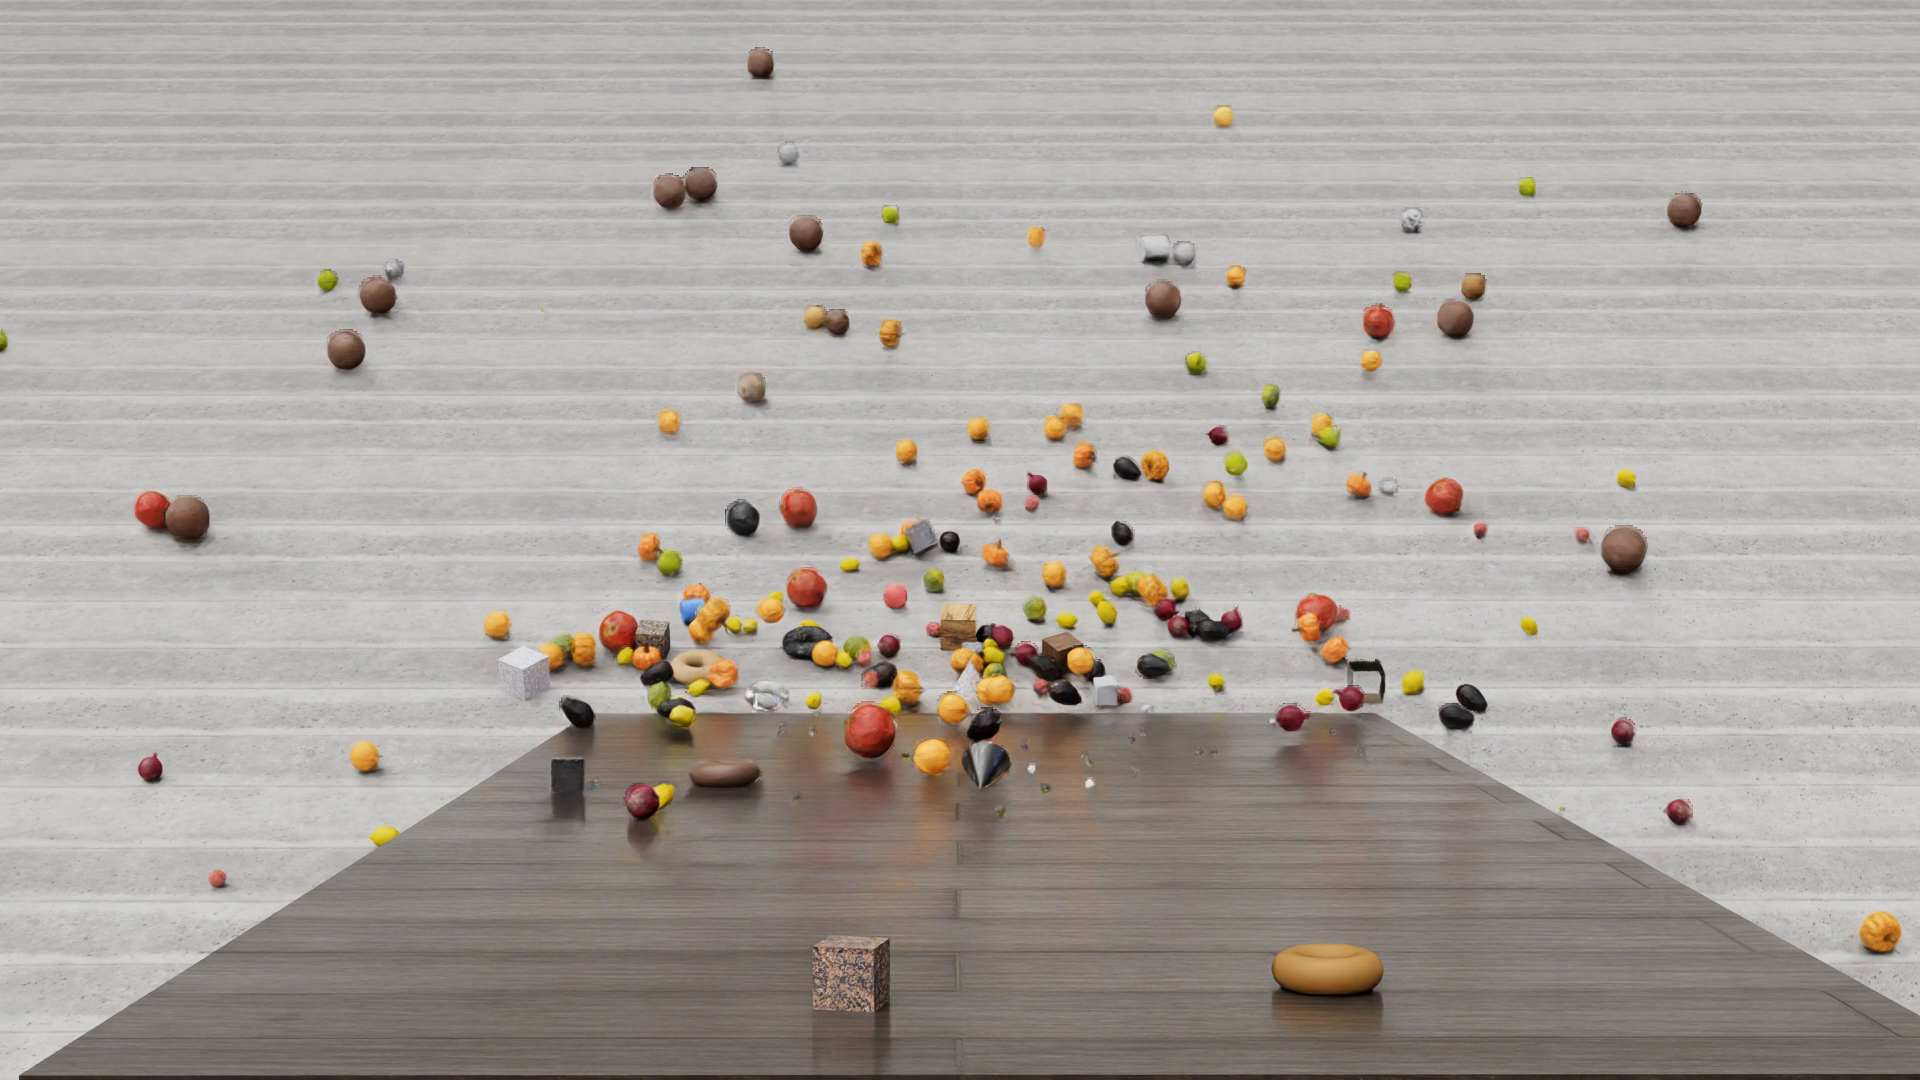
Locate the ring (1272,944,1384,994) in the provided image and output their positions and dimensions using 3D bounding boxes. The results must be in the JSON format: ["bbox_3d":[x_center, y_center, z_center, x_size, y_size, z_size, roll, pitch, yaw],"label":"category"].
[{"bbox_3d":[0.429,0.502,3.014,0.130,0.043,0.130,-1,2,0],"label":"ring"}]

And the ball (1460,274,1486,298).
[{"bbox_3d":[1.883,-0.929,9.462,0.090,0.090,0.090,0,26,0],"label":"ball"}]

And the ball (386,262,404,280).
[{"bbox_3d":[-2.115,-1.008,9.648,0.067,0.067,0.067,0,26,0],"label":"ball"}]

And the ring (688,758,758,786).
[{"bbox_3d":[-0.461,0.454,5.037,0.137,0.046,0.137,-1,2,0],"label":"ring"}]

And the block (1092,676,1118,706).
[{"bbox_3d":[0.382,0.398,6.794,0.057,0.057,0.057,-4,22,-7],"label":"block"}]

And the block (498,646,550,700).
[{"bbox_3d":[-1.157,0.353,6.849,0.093,0.093,0.093,18,32,33],"label":"block"}]

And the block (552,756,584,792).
[{"bbox_3d":[-0.752,0.449,4.948,0.060,0.060,0.060,0,1,-11],"label":"block"}]

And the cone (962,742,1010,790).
[{"bbox_3d":[0.045,0.456,4.981,0.096,0.096,0.096,3,28,6],"label":"cone"}]

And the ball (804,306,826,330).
[{"bbox_3d":[-0.518,-0.792,9.193,0.081,0.081,0.081,0,26,0],"label":"ball"}]

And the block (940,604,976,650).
[{"bbox_3d":[-0.004,0.239,7.079,0.095,0.095,0.095,1,26,2],"label":"block"}]

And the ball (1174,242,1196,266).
[{"bbox_3d":[0.851,-1.086,9.787,0.085,0.085,0.085,0,26,0],"label":"ball"}]

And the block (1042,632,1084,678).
[{"bbox_3d":[0.276,0.308,6.955,0.080,0.080,0.080,-15,30,-28],"label":"block"}]

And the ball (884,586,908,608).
[{"bbox_3d":[-0.181,0.161,7.270,0.067,0.067,0.067,0,26,0],"label":"ball"}]

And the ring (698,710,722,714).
[{"bbox_3d":[-0.653,0.462,6.696,0.080,0.027,0.080,-6,19,2],"label":"ring"}]

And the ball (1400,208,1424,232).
[{"bbox_3d":[1.774,-1.256,10.129,0.088,0.088,0.088,0,26,0],"label":"ball"}]

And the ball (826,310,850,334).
[{"bbox_3d":[-0.433,-0.770,9.144,0.086,0.086,0.086,0,26,0],"label":"ball"}]

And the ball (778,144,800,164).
[{"bbox_3d":[-0.722,-1.629,10.891,0.085,0.085,0.085,0,26,0],"label":"ball"}]

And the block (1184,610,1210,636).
[{"bbox_3d":[0.656,0.230,7.147,0.051,0.051,0.051,-11,28,-21],"label":"block"}]

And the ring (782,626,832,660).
[{"bbox_3d":[-0.417,0.280,7.052,0.139,0.046,0.139,-1,27,0],"label":"ring"}]

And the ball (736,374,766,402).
[{"bbox_3d":[-0.694,-0.504,8.591,0.096,0.096,0.096,0,26,0],"label":"ball"}]

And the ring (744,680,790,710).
[{"bbox_3d":[-0.508,0.408,6.798,0.118,0.039,0.118,1,26,-1],"label":"ring"}]

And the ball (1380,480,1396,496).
[{"bbox_3d":[1.319,-0.160,7.943,0.050,0.050,0.050,0,26,0],"label":"ball"}]

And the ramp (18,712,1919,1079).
[{"bbox_3d":[0.059,0.537,4.573,2.000,0.100,4.000,0,1,0],"label":"ramp"}]

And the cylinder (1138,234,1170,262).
[{"bbox_3d":[0.735,-1.110,9.820,0.097,0.097,0.097,-6,27,-12],"label":"cylinder"}]

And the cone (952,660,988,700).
[{"bbox_3d":[0.027,0.359,6.835,0.096,0.096,0.096,0,26,0],"label":"cone"}]

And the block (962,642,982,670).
[{"bbox_3d":[0.033,0.313,6.975,0.054,0.054,0.054,2,26,4],"label":"block"}]

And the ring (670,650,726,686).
[{"bbox_3d":[-0.703,0.342,6.921,0.149,0.050,0.149,0,25,0],"label":"ring"}]

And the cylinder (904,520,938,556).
[{"bbox_3d":[-0.115,-0.006,7.563,0.076,0.076,0.076,-25,-9,-4],"label":"cylinder"}]

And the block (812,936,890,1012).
[{"bbox_3d":[-0.122,0.490,2.916,0.071,0.071,0.071,0,1,13],"label":"block"}]

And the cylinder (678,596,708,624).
[{"bbox_3d":[-0.745,0.197,7.201,0.062,0.062,0.062,-32,36,-15],"label":"cylinder"}]

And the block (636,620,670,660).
[{"bbox_3d":[-0.836,0.272,7.030,0.079,0.079,0.079,2,26,4],"label":"block"}]

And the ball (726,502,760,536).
[{"bbox_3d":[-0.646,-0.064,7.691,0.099,0.099,0.099,0,26,0],"label":"ball"}]

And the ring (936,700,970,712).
[{"bbox_3d":[-0.018,0.448,6.727,0.094,0.031,0.094,1,26,-1],"label":"ring"}]

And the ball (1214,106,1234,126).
[{"bbox_3d":[1.161,-1.865,11.370,0.087,0.087,0.087,0,26,0],"label":"ball"}]

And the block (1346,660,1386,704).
[{"bbox_3d":[1.073,0.375,6.818,0.082,0.082,0.082,-2,26,-4],"label":"block"}]
